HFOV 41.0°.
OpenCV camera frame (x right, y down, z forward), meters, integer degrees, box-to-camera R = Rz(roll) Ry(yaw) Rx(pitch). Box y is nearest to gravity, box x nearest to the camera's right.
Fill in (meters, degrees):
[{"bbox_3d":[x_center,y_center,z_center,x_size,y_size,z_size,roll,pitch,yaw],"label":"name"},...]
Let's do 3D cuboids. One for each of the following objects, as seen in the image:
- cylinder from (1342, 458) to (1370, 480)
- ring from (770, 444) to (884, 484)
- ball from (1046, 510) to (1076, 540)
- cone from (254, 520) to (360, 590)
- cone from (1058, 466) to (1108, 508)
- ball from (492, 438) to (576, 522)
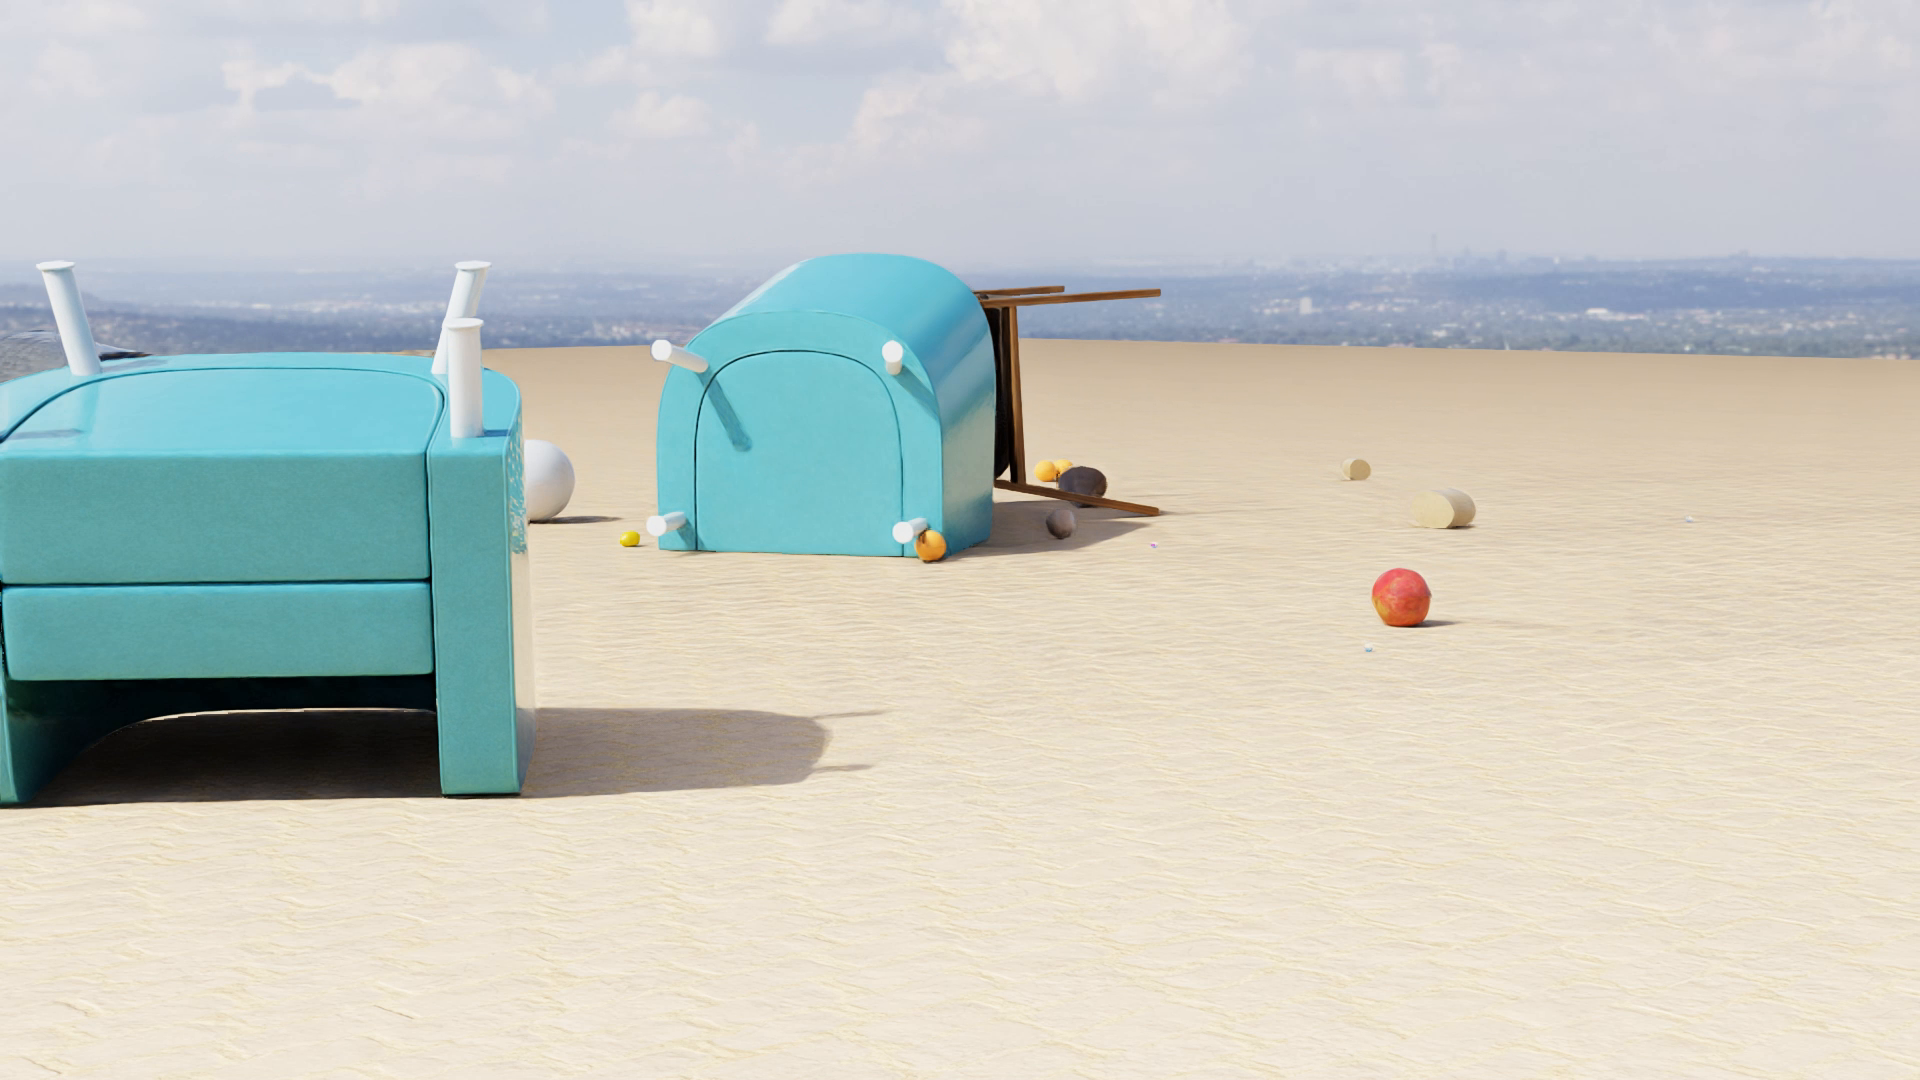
[{"bbox_3d":[1.281,-0.228,8.293,0.078,0.067,0.058,21,-1,-18],"label":"cylinder"},{"bbox_3d":[-0.424,-0.242,8.216,0.380,0.114,0.207,1,7,13],"label":"ring"},{"bbox_3d":[0.255,-0.039,6.424,0.074,0.074,0.074,0,6,0],"label":"ball"},{"bbox_3d":[-1.410,0.063,5.458,0.222,0.125,0.175,-30,-14,-39],"label":"cone"},{"bbox_3d":[0.344,-0.123,7.324,0.147,0.123,0.139,-9,28,14],"label":"cone"},{"bbox_3d":[-1.141,-0.159,6.870,0.223,0.223,0.223,0,6,0],"label":"ball"}]
